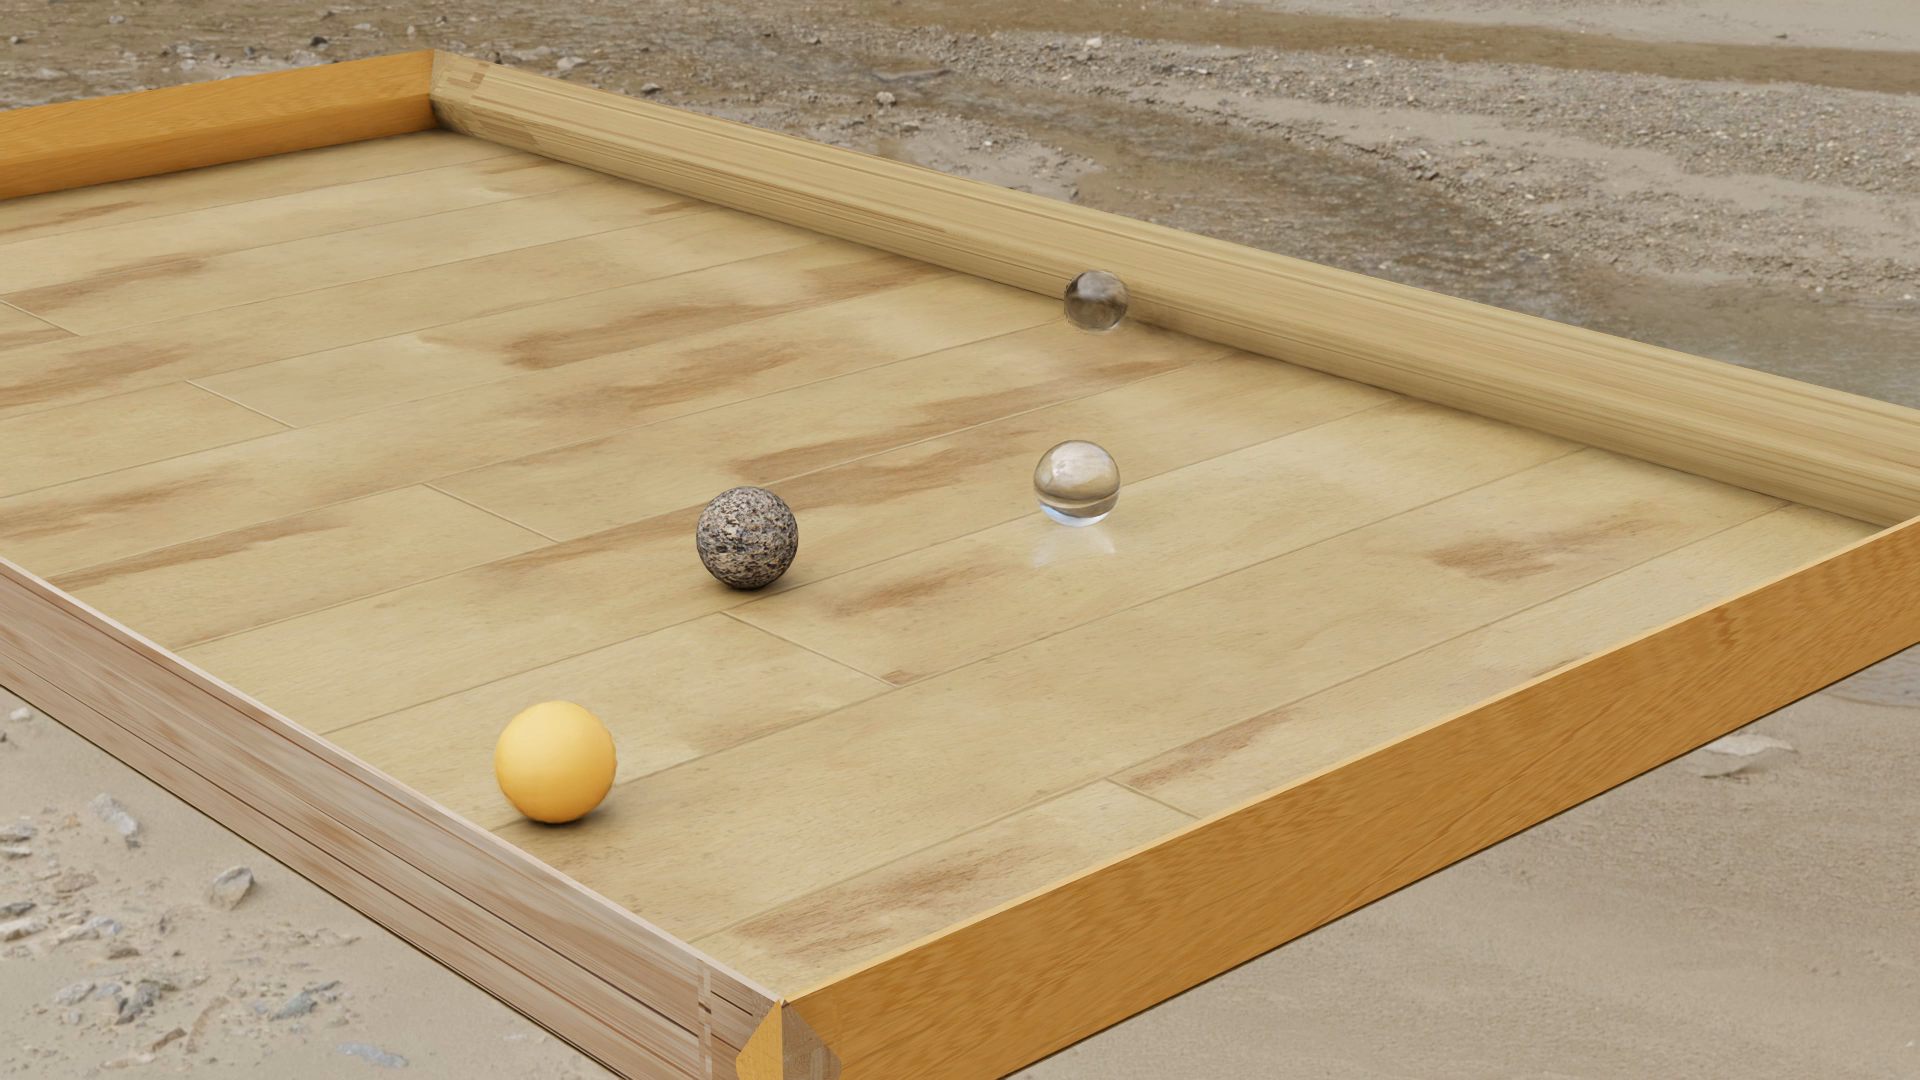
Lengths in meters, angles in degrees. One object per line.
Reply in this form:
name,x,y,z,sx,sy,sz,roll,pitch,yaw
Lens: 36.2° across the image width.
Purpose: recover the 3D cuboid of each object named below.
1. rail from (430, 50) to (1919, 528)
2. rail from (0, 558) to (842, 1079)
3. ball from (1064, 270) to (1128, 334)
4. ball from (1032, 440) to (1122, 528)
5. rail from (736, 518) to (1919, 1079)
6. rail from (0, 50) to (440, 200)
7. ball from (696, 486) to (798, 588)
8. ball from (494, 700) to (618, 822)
rail,0.089,-0.370,3.730,0.045,0.125,2.792,-17,26,-39
rail,-1.033,-0.020,2.762,0.045,0.125,2.792,-17,26,-39
ball,0.166,-0.290,3.583,0.077,0.077,0.077,0,20,0
ball,0.116,-0.056,2.919,0.088,0.088,0.088,0,20,0
rail,0.456,0.149,2.295,1.571,0.125,0.045,-17,26,-39
rail,-1.400,-0.538,4.197,1.571,0.125,0.045,-17,26,-39
ball,-0.199,-0.002,2.758,0.096,0.096,0.096,0,20,0
ball,-0.313,0.172,2.279,0.094,0.094,0.094,0,20,0
